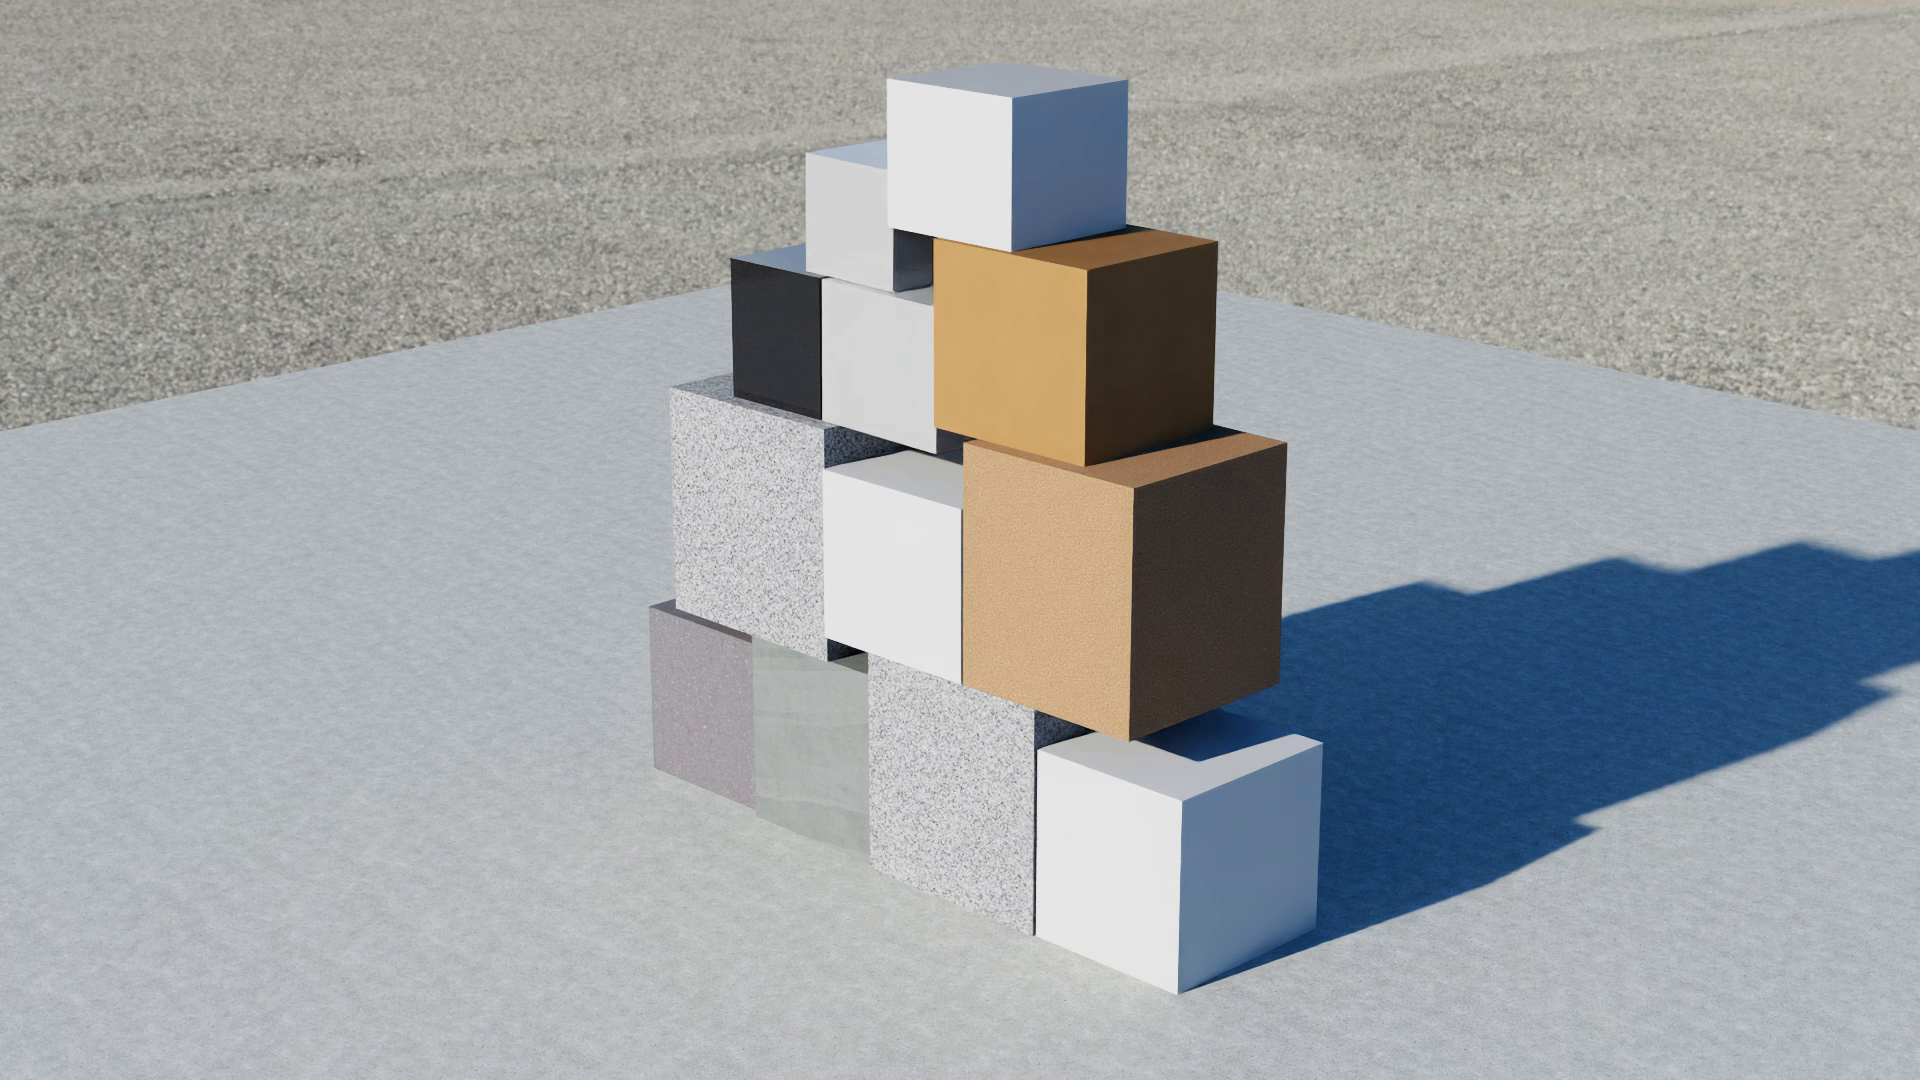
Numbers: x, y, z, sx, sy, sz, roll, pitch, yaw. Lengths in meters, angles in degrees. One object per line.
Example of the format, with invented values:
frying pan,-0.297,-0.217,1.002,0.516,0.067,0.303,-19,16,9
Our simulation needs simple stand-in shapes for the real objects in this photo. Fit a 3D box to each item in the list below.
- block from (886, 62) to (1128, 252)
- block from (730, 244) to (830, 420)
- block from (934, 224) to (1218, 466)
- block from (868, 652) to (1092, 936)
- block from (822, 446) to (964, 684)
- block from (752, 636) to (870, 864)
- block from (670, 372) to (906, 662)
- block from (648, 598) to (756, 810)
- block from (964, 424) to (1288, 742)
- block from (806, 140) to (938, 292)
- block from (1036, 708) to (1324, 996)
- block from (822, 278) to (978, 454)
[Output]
block,0.203,-1.660,12.605,0.744,0.643,0.715,17,24,42
block,-0.588,-0.996,13.628,0.722,0.658,0.604,-17,24,-42
block,0.491,-0.878,12.572,0.821,0.830,0.887,-17,24,-42
block,0.308,1.013,13.358,1.008,1.058,1.034,-17,24,-42
block,0.026,0.057,13.304,0.943,0.799,0.878,-17,24,-42
block,-0.359,0.875,14.009,0.931,0.930,0.827,-17,24,-42
block,-0.650,-0.185,13.987,0.968,1.105,1.082,-17,24,-42
block,-0.957,0.736,14.576,0.813,0.855,0.822,-17,24,-42
block,0.705,0.108,12.646,0.983,1.096,0.969,-17,24,-42
block,-0.267,-1.469,13.150,0.630,0.537,0.565,-17,25,-42
block,0.949,1.304,12.736,0.928,0.876,0.816,-17,24,-42
block,-0.085,-0.851,13.187,0.778,0.654,0.734,-17,25,-42
